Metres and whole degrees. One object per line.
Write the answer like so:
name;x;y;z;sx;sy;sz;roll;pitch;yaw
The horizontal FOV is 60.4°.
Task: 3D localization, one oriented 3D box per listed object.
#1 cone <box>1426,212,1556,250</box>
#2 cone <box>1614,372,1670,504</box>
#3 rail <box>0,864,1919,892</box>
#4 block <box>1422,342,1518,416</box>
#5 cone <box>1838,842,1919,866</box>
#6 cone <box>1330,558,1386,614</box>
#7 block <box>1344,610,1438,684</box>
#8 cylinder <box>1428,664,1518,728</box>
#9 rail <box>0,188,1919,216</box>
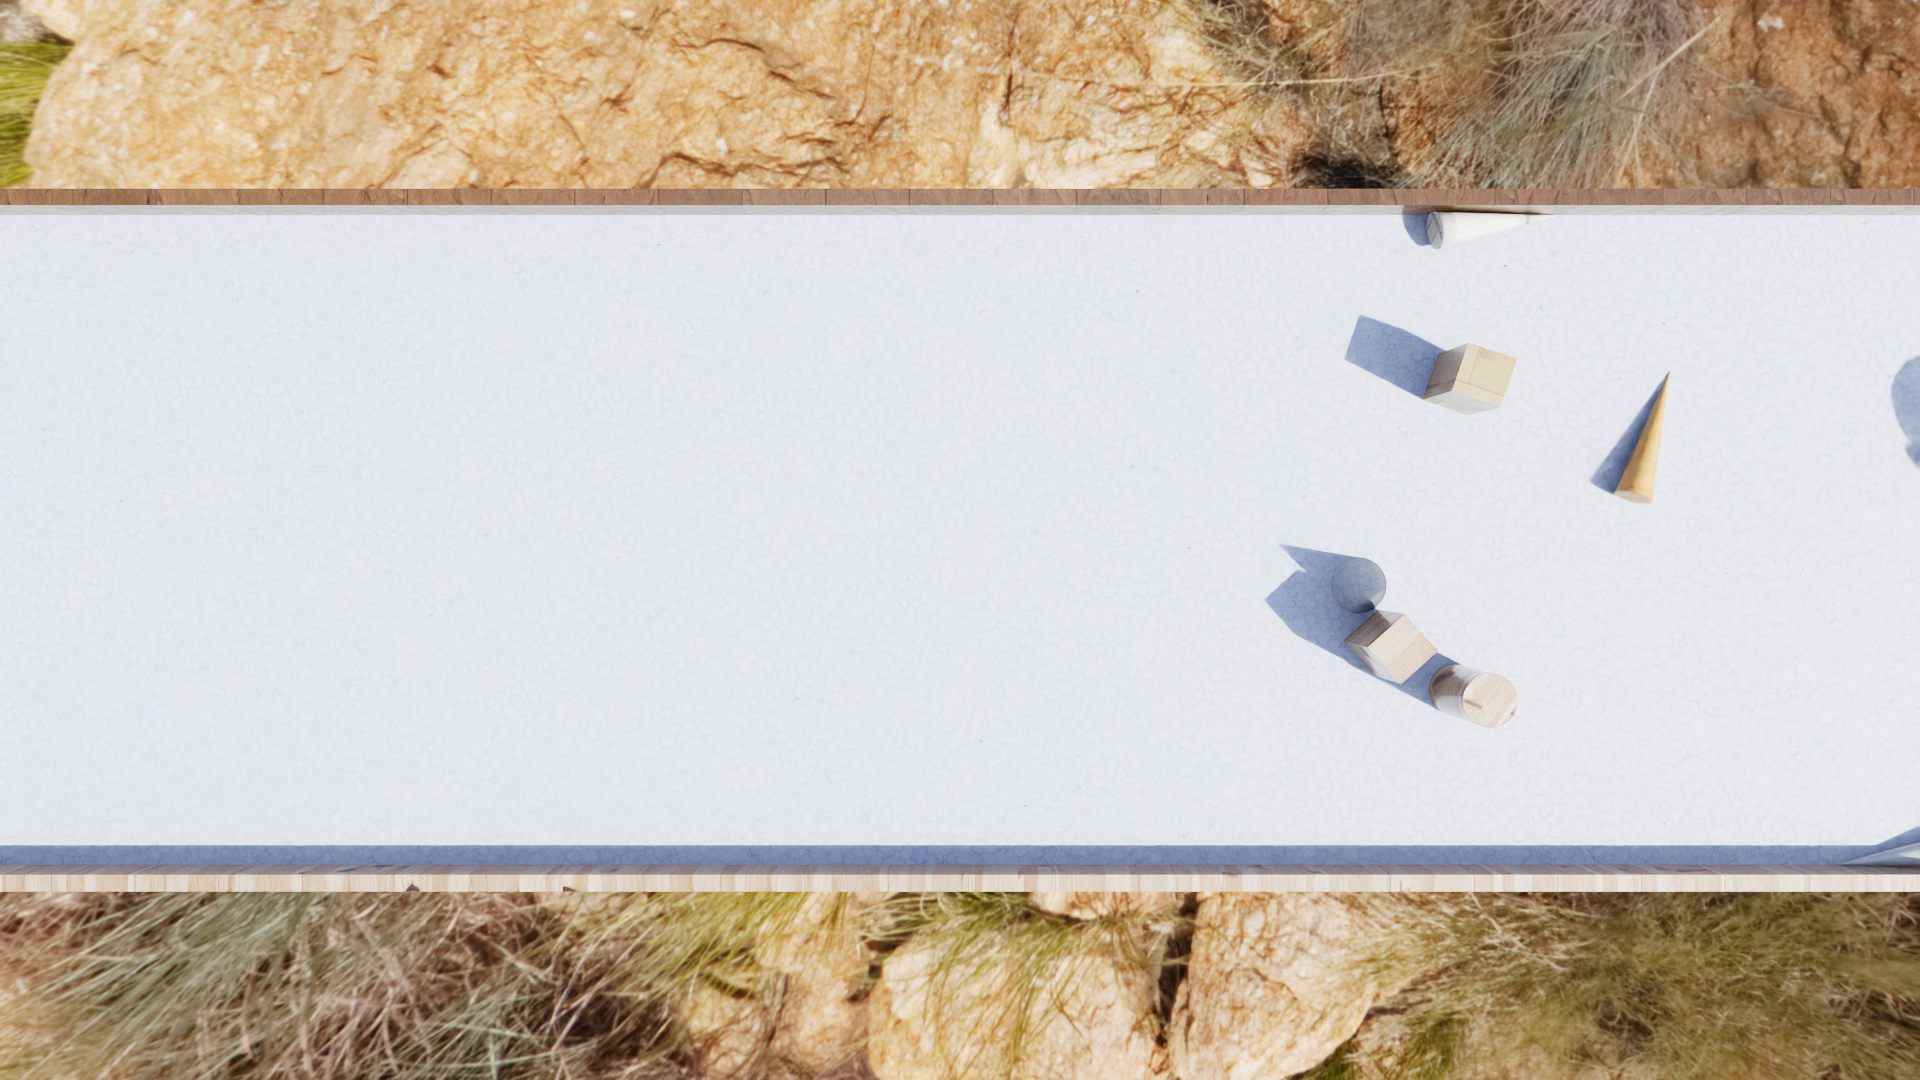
cone;1.646;-0.971;5.048;0.411;0.116;0.116;-8;90;-8
cone;2.118;-0.330;5.049;0.109;0.109;0.427;19;83;0
rail;-2.247;1.025;5.001;12.000;0.150;0.050;0;90;0
block;1.518;-0.478;4.925;0.149;0.303;0.149;19;90;0
cone;2.894;0.968;5.046;0.439;0.123;0.123;-9;90;8
cone;1.227;0.139;4.918;0.172;0.317;0.172;0;90;0
block;1.281;0.315;4.923;0.144;0.307;0.144;-42;90;0
cylinder;1.522;0.461;4.904;0.158;0.345;0.158;0;90;0
rail;-2.247;-1.025;5.002;12.000;0.150;0.050;0;90;0
